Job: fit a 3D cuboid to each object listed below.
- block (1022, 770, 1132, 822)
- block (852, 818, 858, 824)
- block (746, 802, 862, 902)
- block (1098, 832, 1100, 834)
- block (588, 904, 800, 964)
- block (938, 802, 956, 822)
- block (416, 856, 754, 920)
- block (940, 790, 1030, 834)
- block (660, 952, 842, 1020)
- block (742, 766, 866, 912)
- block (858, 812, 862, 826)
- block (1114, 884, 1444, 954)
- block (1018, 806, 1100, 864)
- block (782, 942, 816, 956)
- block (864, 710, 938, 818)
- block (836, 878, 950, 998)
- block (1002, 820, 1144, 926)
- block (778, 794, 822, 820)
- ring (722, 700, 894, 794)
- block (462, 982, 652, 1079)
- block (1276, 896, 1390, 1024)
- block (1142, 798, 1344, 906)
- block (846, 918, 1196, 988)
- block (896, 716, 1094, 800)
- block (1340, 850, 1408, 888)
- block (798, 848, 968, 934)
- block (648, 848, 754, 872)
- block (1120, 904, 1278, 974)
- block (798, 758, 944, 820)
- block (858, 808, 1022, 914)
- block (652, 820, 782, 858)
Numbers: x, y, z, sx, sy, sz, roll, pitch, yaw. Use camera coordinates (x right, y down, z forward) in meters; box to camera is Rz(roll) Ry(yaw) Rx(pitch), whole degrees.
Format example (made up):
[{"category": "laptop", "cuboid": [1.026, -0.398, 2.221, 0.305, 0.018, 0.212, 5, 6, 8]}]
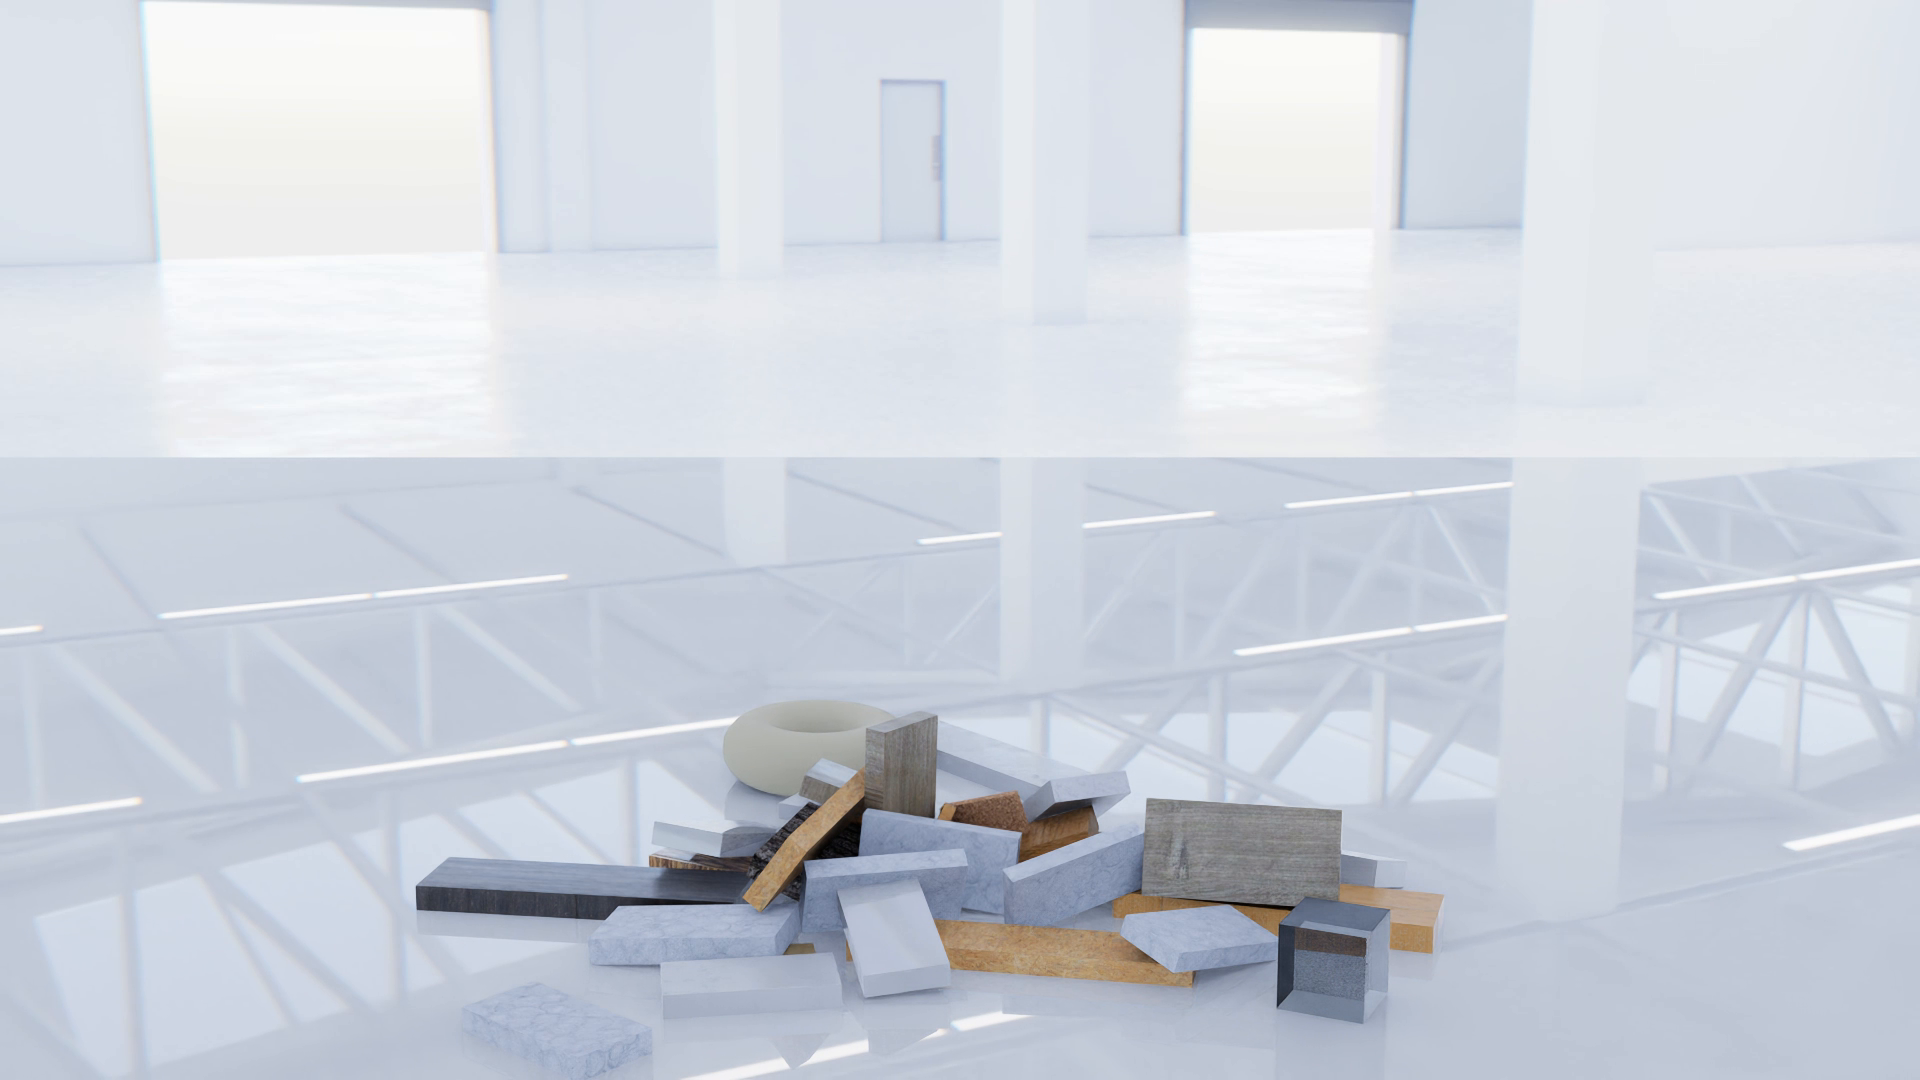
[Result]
[{"category": "block", "cuboid": [0.173, 0.469, 3.808, 0.141, 0.040, 0.283, -4, -22, -22]}, {"category": "block", "cuboid": [-0.188, 0.503, 4.054, 0.209, 0.030, 0.104, -2, 11, -10]}, {"category": "block", "cuboid": [-0.241, 0.534, 3.714, 0.147, 0.042, 0.294, 25, 15, 9]}, {"category": "block", "cuboid": [0.363, 0.516, 3.718, 0.360, 0.020, 0.072, -6, -27, 45]}, {"category": "block", "cuboid": [-0.408, 0.608, 3.395, 0.294, 0.042, 0.147, -3, 10, 11]}, {"category": "block", "cuboid": [-0.046, 0.509, 3.683, 0.020, 0.144, 0.072, 25, -6, 2]}, {"category": "block", "cuboid": [-0.613, 0.578, 3.620, 0.533, 0.042, 0.147, 2, 11, 8]}, {"category": "block", "cuboid": [0.042, 0.472, 3.724, 0.144, 0.072, 0.020, -14, 9, 28]}, {"category": "block", "cuboid": [-0.308, 0.653, 3.228, 0.257, 0.036, 0.129, -2, 11, -9]}, {"category": "block", "cuboid": [-0.225, 0.472, 3.609, 0.037, 0.129, 0.485, 38, 17, 5]}, {"category": "block", "cuboid": [-0.153, 0.508, 3.876, 0.058, 0.016, 0.116, 21, -17, 2]}, {"category": "block", "cuboid": [0.513, 0.590, 3.547, 0.509, 0.044, 0.154, 3, 11, 18]}, {"category": "block", "cuboid": [0.089, 0.522, 3.685, 0.283, 0.040, 0.141, -17, 8, 10]}, {"category": "block", "cuboid": [-0.280, 0.638, 3.366, 0.116, 0.016, 0.058, -2, 11, -9]}, {"category": "block", "cuboid": [-0.100, 0.441, 3.695, 0.040, 0.283, 0.141, 11, 15, 36]}, {"category": "block", "cuboid": [-0.103, 0.601, 3.337, 0.129, 0.037, 0.258, -6, 21, -10]}, {"category": "block", "cuboid": [0.181, 0.538, 3.489, 0.236, 0.118, 0.033, -17, 37, -21]}, {"category": "block", "cuboid": [-0.234, 0.476, 4.039, 0.104, 0.030, 0.209, 5, 12, 26]}, {"category": "ring", "cuboid": [-0.280, 0.407, 4.320, 0.373, 0.124, 0.373, 1, 11, 0]}, {"category": "block", "cuboid": [-0.563, 0.683, 3.067, 0.257, 0.036, 0.129, 9, 14, 41]}, {"category": "block", "cuboid": [0.545, 0.610, 3.205, 0.129, 0.129, 0.129, 5, 12, 25]}, {"category": "block", "cuboid": [0.448, 0.496, 3.494, 0.309, 0.154, 0.044, 2, -5, 12]}, {"category": "block", "cuboid": [0.097, 0.628, 3.372, 0.530, 0.033, 0.118, 2, 11, 11]}, {"category": "block", "cuboid": [0.039, 0.436, 4.390, 0.139, 0.039, 0.600, -8, 13, -37]}, {"category": "block", "cuboid": [0.580, 0.538, 3.714, 0.309, 0.044, 0.154, 6, -5, 30]}, {"category": "block", "cuboid": [-0.123, 0.557, 3.490, 0.257, 0.129, 0.036, -2, 40, -13]}, {"category": "block", "cuboid": [-0.417, 0.557, 3.768, 0.209, 0.030, 0.104, 6, 12, 29]}, {"category": "block", "cuboid": [0.367, 0.603, 3.333, 0.236, 0.033, 0.118, 4, 18, -43]}, {"category": "block", "cuboid": [-0.140, 0.472, 3.944, 0.277, 0.039, 0.139, 20, 10, 6]}, {"category": "block", "cuboid": [-0.036, 0.525, 3.590, 0.258, 0.129, 0.037, 8, 9, 9]}, {"category": "block", "cuboid": [-0.391, 0.512, 3.780, 0.139, 0.039, 0.277, 6, -3, 28]}]
